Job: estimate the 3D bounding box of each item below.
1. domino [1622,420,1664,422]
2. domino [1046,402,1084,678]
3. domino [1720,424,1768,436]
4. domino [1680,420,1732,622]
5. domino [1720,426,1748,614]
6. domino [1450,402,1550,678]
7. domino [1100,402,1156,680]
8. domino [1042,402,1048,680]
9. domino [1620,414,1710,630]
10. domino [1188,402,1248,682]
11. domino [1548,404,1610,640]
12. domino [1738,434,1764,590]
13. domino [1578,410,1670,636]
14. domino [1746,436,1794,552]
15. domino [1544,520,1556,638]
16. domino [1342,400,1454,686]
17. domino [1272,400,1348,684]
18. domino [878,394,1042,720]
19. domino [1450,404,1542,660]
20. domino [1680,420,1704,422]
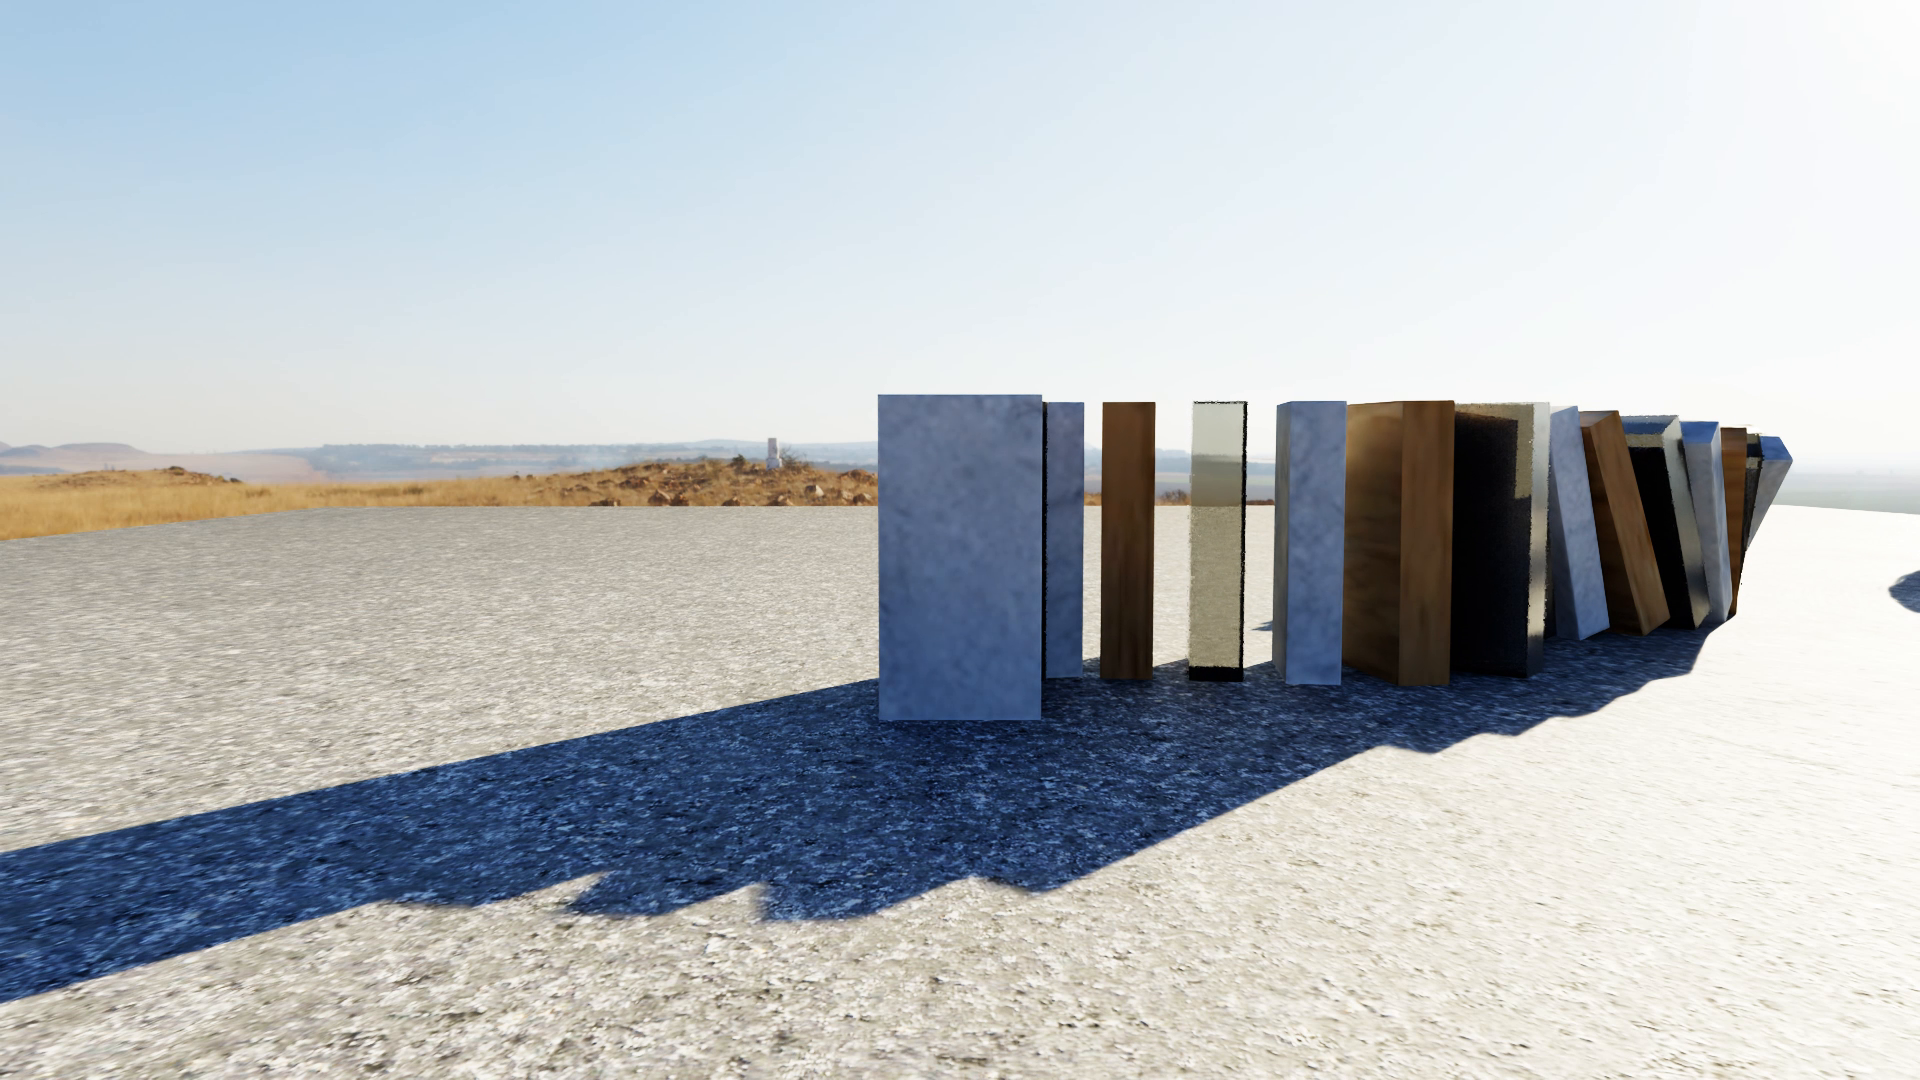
[{"bbox_3d":[0.193,-0.011,0.382,0.025,0.050,0.009,-1,28,-18],"label":"domino"},{"bbox_3d":[0.015,-0.001,0.244,0.010,0.050,0.025,-1,4,-11],"label":"domino"},{"bbox_3d":[0.204,-0.008,0.360,0.025,0.050,0.010,-1,35,-18],"label":"domino"},{"bbox_3d":[0.167,-0.004,0.305,0.025,0.050,0.010,4,37,40],"label":"domino"},{"bbox_3d":[0.178,-0.004,0.316,0.025,0.050,0.010,3,40,30],"label":"domino"},{"bbox_3d":[0.096,-0.001,0.242,0.025,0.050,0.009,4,7,40],"label":"domino"},{"bbox_3d":[0.032,-0.001,0.243,0.009,0.050,0.025,1,4,7],"label":"domino"},{"bbox_3d":[0.002,0.000,0.233,0.025,0.050,0.009,3,5,34],"label":"domino"},{"bbox_3d":[0.155,-0.004,0.296,0.009,0.050,0.025,-36,25,-32],"label":"domino"},{"bbox_3d":[0.048,0.000,0.240,0.009,0.050,0.025,1,4,10],"label":"domino"},{"bbox_3d":[0.127,-0.004,0.286,0.010,0.050,0.025,-18,11,-23],"label":"domino"},{"bbox_3d":[0.187,-0.005,0.328,0.025,0.050,0.010,2,43,24],"label":"domino"},{"bbox_3d":[0.141,-0.004,0.290,0.010,0.050,0.025,-27,14,-21],"label":"domino"},{"bbox_3d":[0.197,-0.005,0.341,0.025,0.050,0.010,1,44,5],"label":"domino"},{"bbox_3d":[0.116,-0.004,0.282,0.010,0.050,0.025,-11,8,-24],"label":"domino"},{"bbox_3d":[0.080,0.000,0.237,0.010,0.050,0.025,-1,4,-7],"label":"domino"},{"bbox_3d":[0.064,0.000,0.238,0.010,0.050,0.025,1,4,8],"label":"domino"},{"bbox_3d":[0.000,0.002,0.201,0.025,0.050,0.010,0,4,0],"label":"domino"},{"bbox_3d":[0.101,-0.002,0.257,0.025,0.050,0.009,1,7,14],"label":"domino"},{"bbox_3d":[0.199,-0.010,0.372,0.025,0.050,0.010,-1,29,-18],"label":"domino"}]
